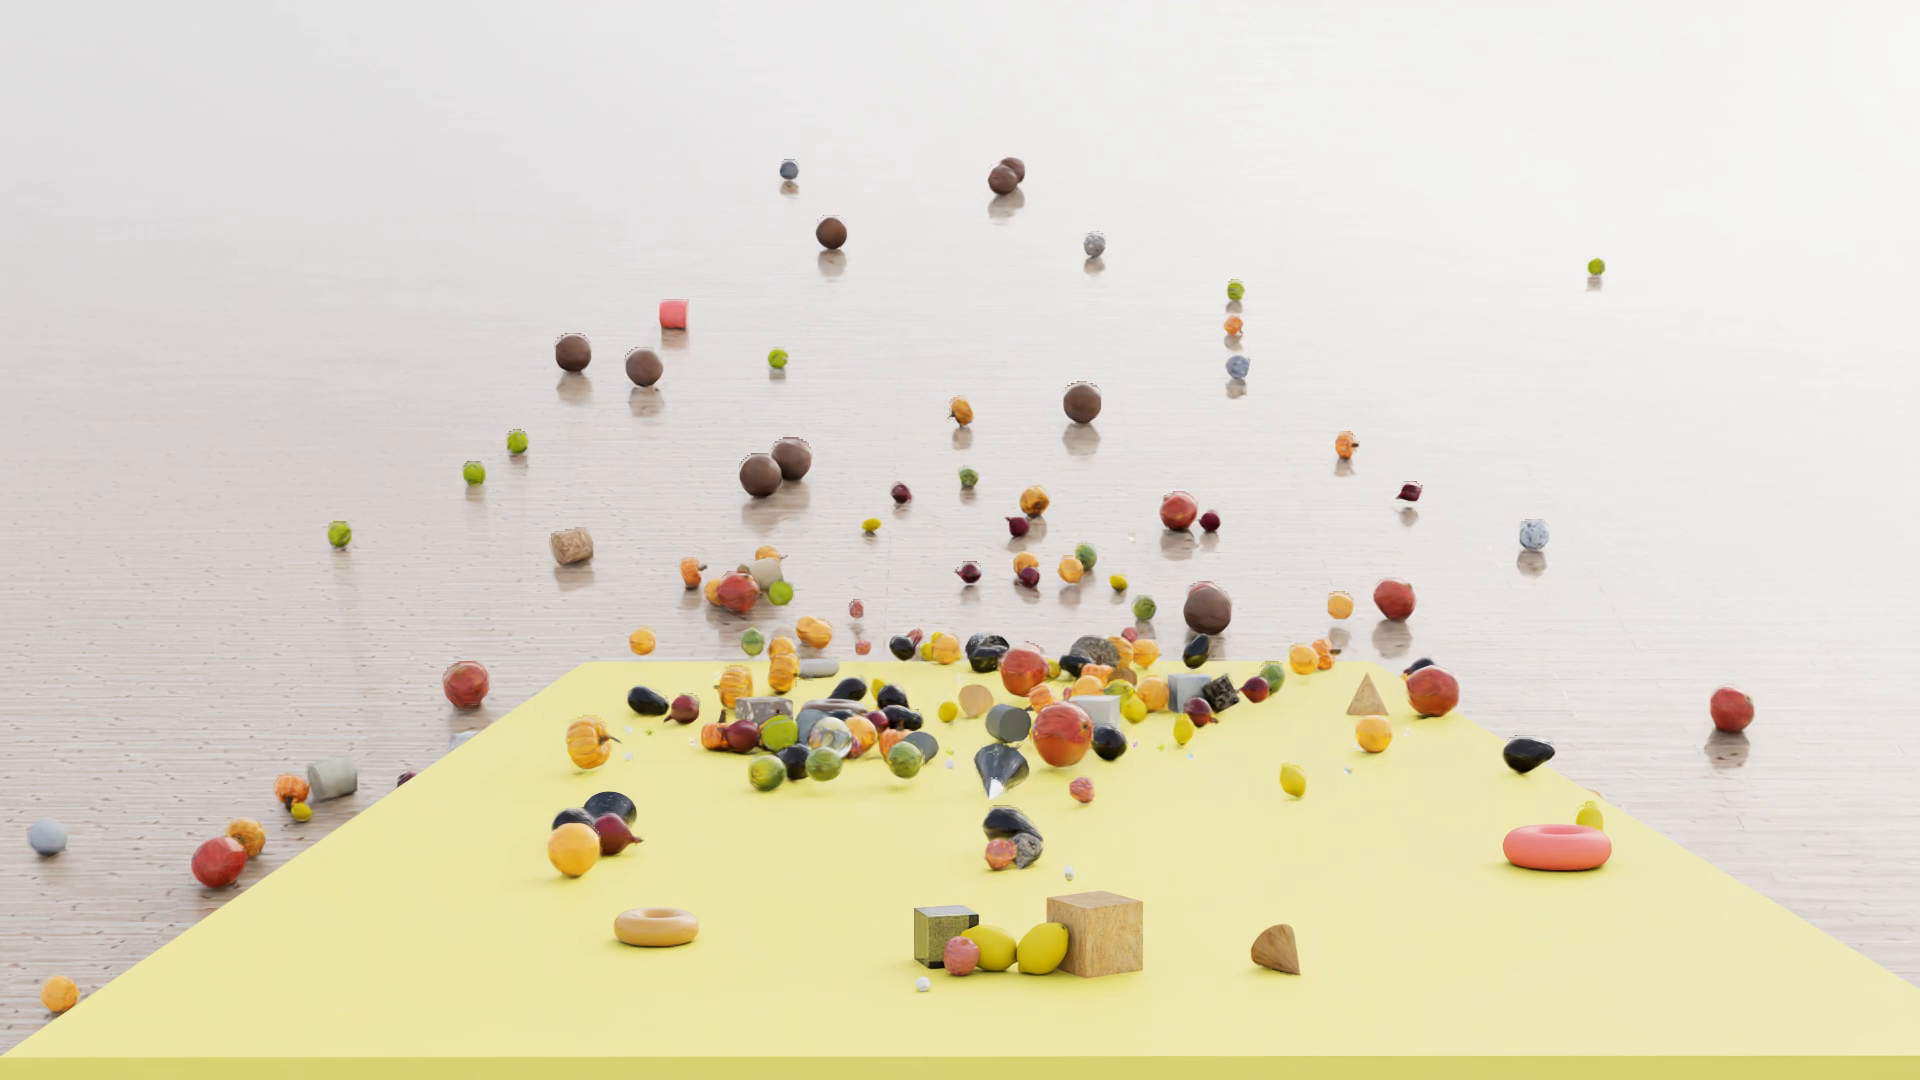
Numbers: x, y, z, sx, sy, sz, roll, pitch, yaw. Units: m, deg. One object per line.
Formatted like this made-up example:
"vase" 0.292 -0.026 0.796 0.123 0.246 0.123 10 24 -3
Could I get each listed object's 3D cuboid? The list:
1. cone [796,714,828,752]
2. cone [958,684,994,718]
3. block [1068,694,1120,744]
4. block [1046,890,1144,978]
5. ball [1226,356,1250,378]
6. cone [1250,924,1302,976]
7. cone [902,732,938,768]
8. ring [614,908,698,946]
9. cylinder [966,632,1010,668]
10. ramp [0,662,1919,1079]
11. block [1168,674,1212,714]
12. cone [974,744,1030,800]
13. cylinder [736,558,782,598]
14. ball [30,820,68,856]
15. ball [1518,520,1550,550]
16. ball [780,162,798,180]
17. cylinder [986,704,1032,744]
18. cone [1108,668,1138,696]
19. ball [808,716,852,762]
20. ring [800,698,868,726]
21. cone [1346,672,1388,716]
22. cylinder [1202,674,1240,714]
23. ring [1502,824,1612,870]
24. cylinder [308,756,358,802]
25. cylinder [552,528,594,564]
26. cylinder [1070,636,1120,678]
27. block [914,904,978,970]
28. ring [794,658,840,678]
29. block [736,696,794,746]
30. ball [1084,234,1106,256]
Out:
"cone" -0.283 0.376 4.791 0.088 0.088 0.088 11 14 25
"cone" 0.027 0.351 5.331 0.076 0.076 0.076 4 30 10
"block" 0.258 0.345 4.961 0.083 0.083 0.083 1 3 17
"block" 0.153 0.449 2.933 0.079 0.079 0.079 -2 3 -32
"ball" 0.966 -0.602 8.943 0.081 0.081 0.081 0 22 0
"cone" 0.370 0.476 2.913 0.059 0.059 0.059 -13 42 -29
"cone" -0.074 0.390 4.610 0.067 0.067 0.067 2 30 4
"ring" -0.365 0.464 3.086 0.103 0.034 0.103 1 3 0
"cylinder" 0.069 0.274 6.382 0.083 0.083 0.083 -14 -2 -31
"ramp" 0.051 0.458 4.533 2.000 0.100 4.000 0 3 0
"block" 0.487 0.324 5.452 0.075 0.075 0.075 -1 3 -11
"cone" 0.058 0.402 4.238 0.095 0.095 0.095 5 32 12
"cylinder" -0.558 0.103 7.169 0.093 0.093 0.093 -16 27 -34
"ball" -2.047 0.669 5.776 0.080 0.080 0.080 0 22 0
"ball" 1.666 -0.013 7.465 0.088 0.088 0.088 0 22 0
"ball" -0.770 -1.664 11.584 0.086 0.086 0.086 0 22 0
"cylinder" 0.093 0.353 4.951 0.069 0.069 0.069 -9 6 -22
"cone" 0.368 0.332 5.743 0.068 0.068 0.068 -1 30 -3
"ball" -0.235 0.361 4.660 0.081 0.081 0.081 0 22 0
"ring" -0.257 0.351 5.235 0.137 0.046 0.137 1 2 0
"cone" 0.853 0.319 5.389 0.091 0.091 0.091 0 3 0
"cylinder" 0.546 0.323 5.388 0.062 0.062 0.062 -27 -3 -1
"ring" 0.836 0.430 3.601 0.150 0.050 0.150 -1 2 0
"cylinder" -1.472 0.560 6.037 0.086 0.086 0.086 -16 27 -34
"cylinder" -1.111 0.020 7.381 0.089 0.089 0.089 -13 25 -31
"cylinder" 0.322 0.280 6.158 0.094 0.094 0.094 -6 4 -15
"block" -0.016 0.457 2.964 0.060 0.060 0.060 -1 3 -18
"ring" -0.346 0.308 6.180 0.112 0.037 0.112 -1 4 0
"block" -0.374 0.347 4.921 0.084 0.084 0.084 -1 3 -25
"ball" 0.545 -1.191 10.397 0.092 0.092 0.092 0 22 0
